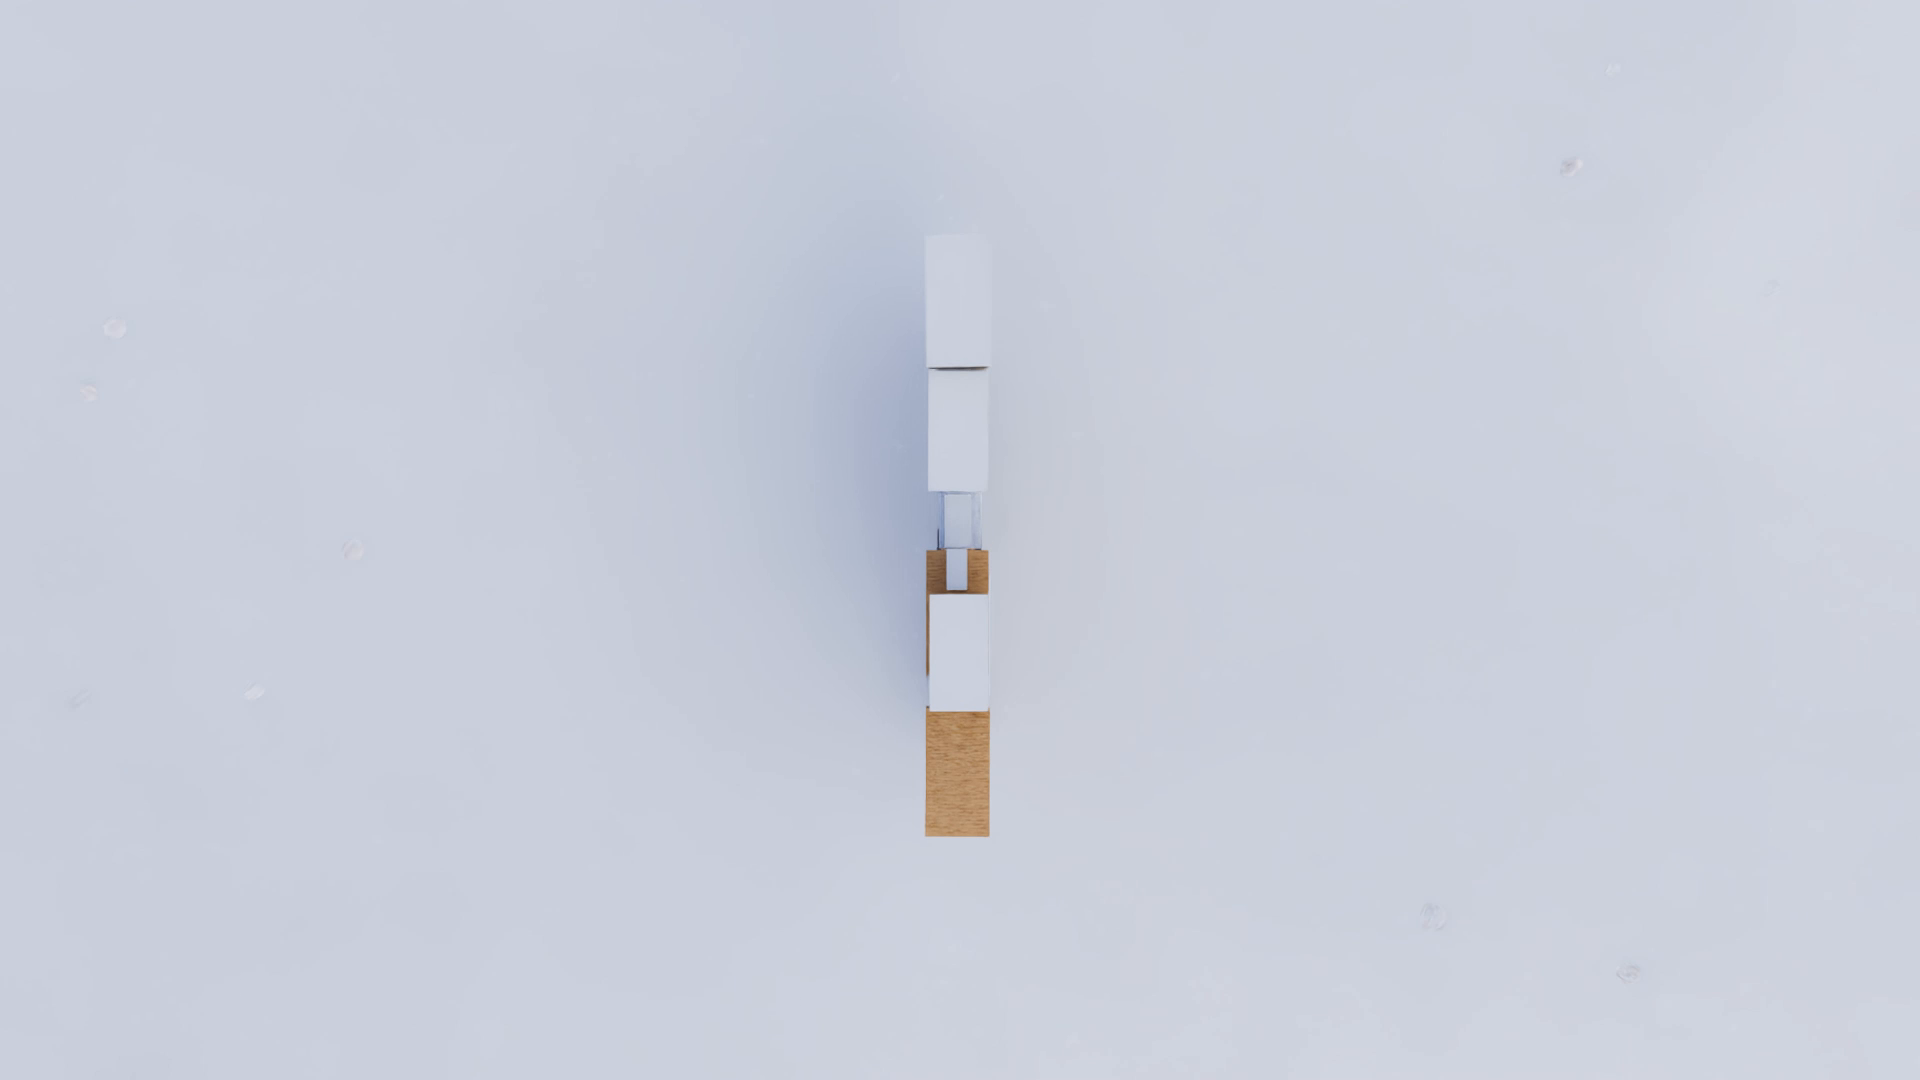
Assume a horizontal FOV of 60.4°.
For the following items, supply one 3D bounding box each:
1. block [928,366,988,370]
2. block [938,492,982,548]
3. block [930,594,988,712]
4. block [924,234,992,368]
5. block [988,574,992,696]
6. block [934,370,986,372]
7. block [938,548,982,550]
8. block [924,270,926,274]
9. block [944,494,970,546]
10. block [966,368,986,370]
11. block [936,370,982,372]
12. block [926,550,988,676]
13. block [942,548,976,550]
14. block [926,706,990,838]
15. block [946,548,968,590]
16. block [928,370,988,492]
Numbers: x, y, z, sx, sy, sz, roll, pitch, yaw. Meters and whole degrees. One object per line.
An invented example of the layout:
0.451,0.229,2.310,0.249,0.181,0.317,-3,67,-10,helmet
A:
-0.007,-0.485,4.295,0.162,0.324,0.046,-1,90,-1,block
0.000,-0.093,4.589,0.118,0.033,0.236,0,90,0,block
-0.003,0.278,4.089,0.144,0.041,0.288,0,90,0,block
-0.004,-0.595,4.110,0.162,0.046,0.324,-1,90,0,block
0.002,0.275,4.804,0.176,0.050,0.351,0,90,0,block
0.001,-0.513,4.802,0.148,0.042,0.296,0,90,0,block
-0.001,0.107,5.199,0.140,0.040,0.281,0,90,0,block
-0.008,-0.702,4.296,0.162,0.324,0.046,0,89,0,block
-0.006,-0.051,4.423,0.070,0.020,0.140,0,90,0,block
0.000,-0.607,4.478,0.141,0.040,0.283,0,90,0,block
-0.003,-0.339,4.518,0.123,0.035,0.246,0,90,0,block
-0.007,0.195,4.421,0.167,0.047,0.334,0,90,0,block
-0.004,-0.008,4.957,0.104,0.029,0.208,0,90,0,block
-0.006,0.590,4.207,0.163,0.046,0.327,0,90,0,block
-0.008,0.076,4.284,0.053,0.015,0.106,0,90,0,block
-0.005,-0.275,4.177,0.151,0.043,0.301,0,90,0,block
